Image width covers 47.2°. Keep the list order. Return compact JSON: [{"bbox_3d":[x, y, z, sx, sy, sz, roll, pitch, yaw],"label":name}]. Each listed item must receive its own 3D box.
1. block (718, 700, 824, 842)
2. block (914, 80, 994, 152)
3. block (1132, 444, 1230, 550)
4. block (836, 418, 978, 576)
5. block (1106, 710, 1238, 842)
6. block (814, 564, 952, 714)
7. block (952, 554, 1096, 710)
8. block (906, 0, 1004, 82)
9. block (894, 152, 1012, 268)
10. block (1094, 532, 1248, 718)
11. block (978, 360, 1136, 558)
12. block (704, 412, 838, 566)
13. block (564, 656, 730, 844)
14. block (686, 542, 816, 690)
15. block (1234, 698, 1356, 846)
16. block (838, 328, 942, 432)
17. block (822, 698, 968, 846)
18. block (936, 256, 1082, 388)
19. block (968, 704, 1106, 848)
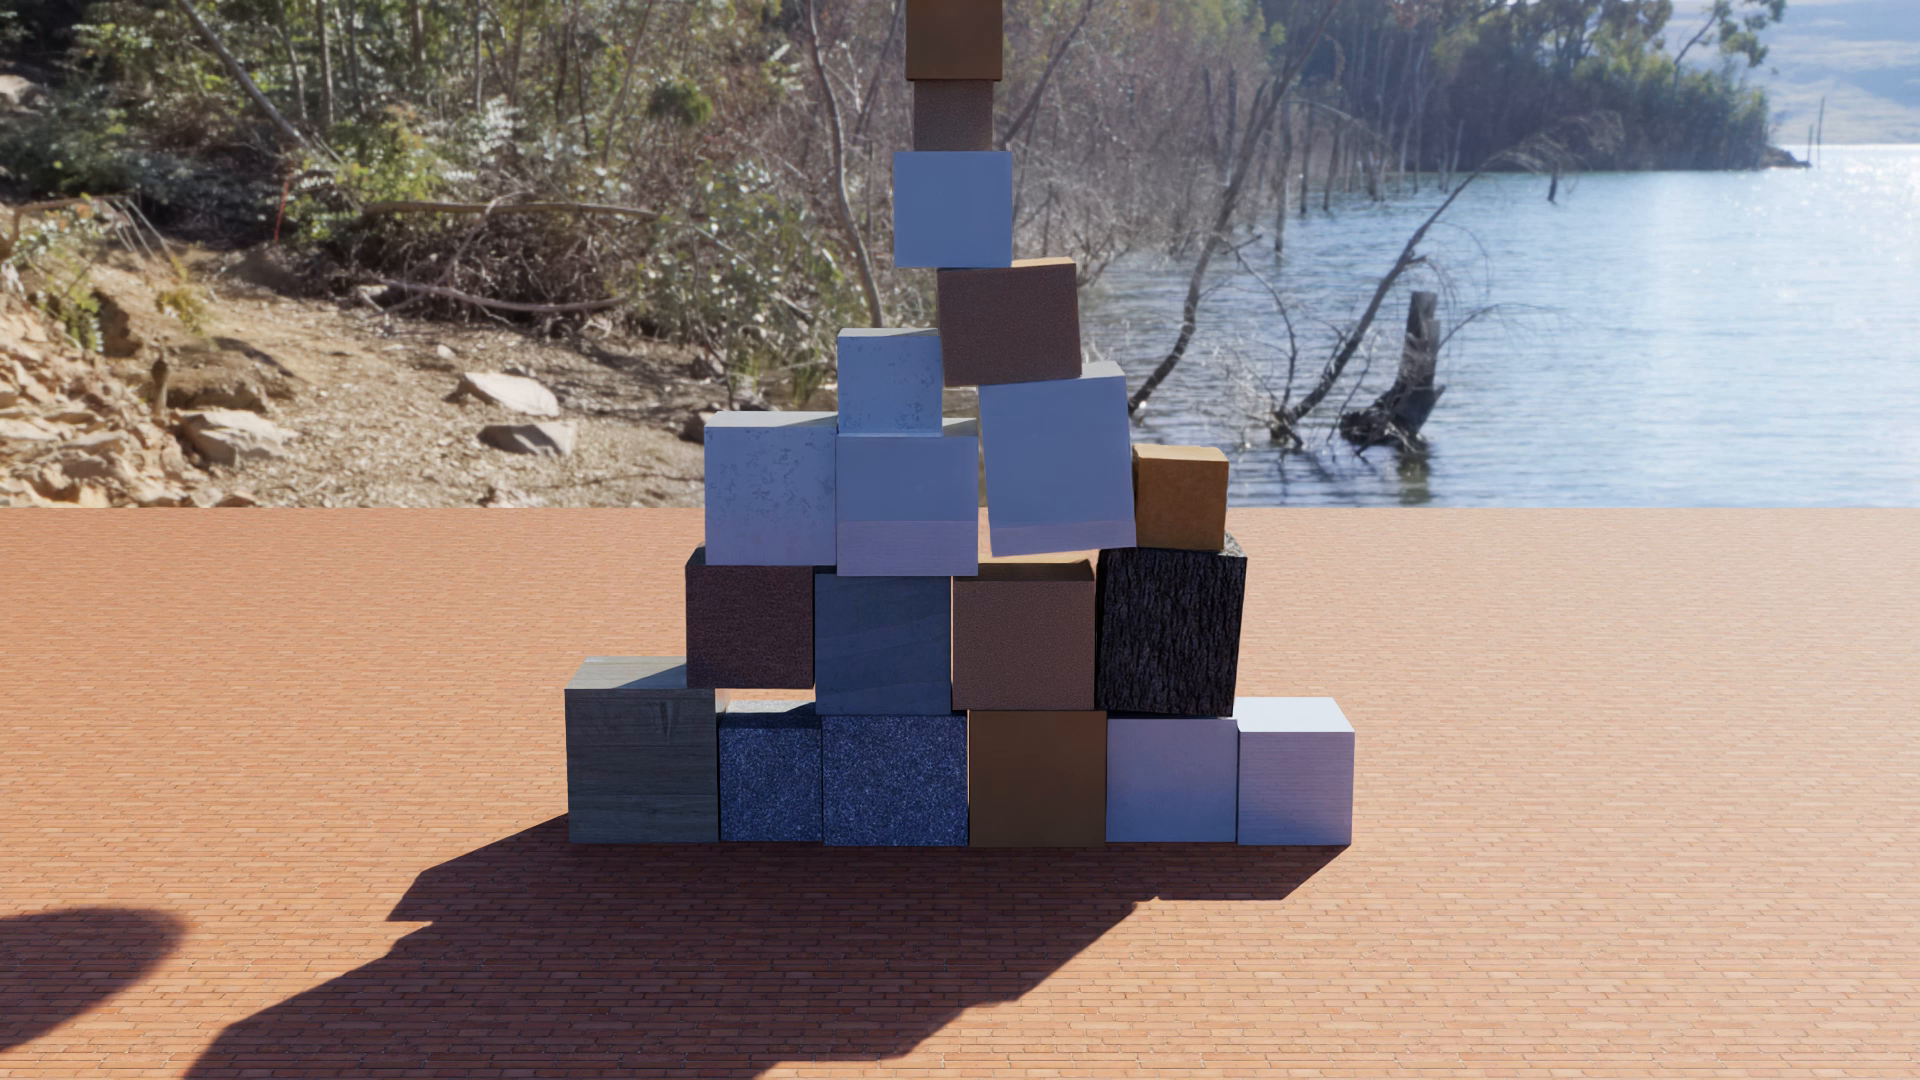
[{"bbox_3d":[-0.955,1.188,11.385,0.514,0.590,0.564,0,10,0],"label":"block"},{"bbox_3d":[-0.032,-2.088,10.822,0.385,0.340,0.349,1,10,0],"label":"block"},{"bbox_3d":[1.100,-0.224,11.134,0.440,0.447,0.510,2,10,0],"label":"block"},{"bbox_3d":[-0.258,-0.229,11.132,0.694,0.692,0.736,0,10,0],"label":"block"},{"bbox_3d":[1.067,1.161,11.388,0.653,0.641,0.601,0,10,0],"label":"block"},{"bbox_3d":[-0.385,0.460,11.281,0.677,0.716,0.680,0,10,0],"label":"block"},{"bbox_3d":[0.316,0.460,11.273,0.705,0.653,0.734,0,10,0],"label":"block"},{"bbox_3d":[-0.027,-2.507,10.725,0.464,0.518,0.445,1,10,0],"label":"block"},{"bbox_3d":[-0.034,-1.641,10.871,0.570,0.551,0.545,0,10,0],"label":"block"},{"bbox_3d":[1.048,0.402,11.250,0.685,0.817,0.684,4,10,-1],"label":"block"},{"bbox_3d":[0.481,-0.420,11.097,0.715,0.847,0.722,-4,10,1],"label":"block"},{"bbox_3d":[-0.932,-0.270,11.123,0.649,0.689,0.617,0,10,0],"label":"block"},{"bbox_3d":[-1.599,1.076,11.392,0.754,0.807,0.697,0,10,0],"label":"block"},{"bbox_3d":[-1.046,0.376,11.247,0.630,0.626,0.666,0,10,0],"label":"block"},{"bbox_3d":[1.690,1.187,11.383,0.572,0.591,0.684,0,10,0],"label":"block"},{"bbox_3d":[-0.345,-0.804,11.033,0.512,0.476,0.471,0,10,0],"label":"block"},{"bbox_3d":[-0.325,1.147,11.381,0.726,0.671,0.722,0,10,0],"label":"block"},{"bbox_3d":[0.243,-1.095,10.965,0.672,0.556,0.588,-4,10,1],"label":"block"},{"bbox_3d":[0.389,1.130,11.380,0.682,0.704,0.764,0,10,0],"label":"block"}]
